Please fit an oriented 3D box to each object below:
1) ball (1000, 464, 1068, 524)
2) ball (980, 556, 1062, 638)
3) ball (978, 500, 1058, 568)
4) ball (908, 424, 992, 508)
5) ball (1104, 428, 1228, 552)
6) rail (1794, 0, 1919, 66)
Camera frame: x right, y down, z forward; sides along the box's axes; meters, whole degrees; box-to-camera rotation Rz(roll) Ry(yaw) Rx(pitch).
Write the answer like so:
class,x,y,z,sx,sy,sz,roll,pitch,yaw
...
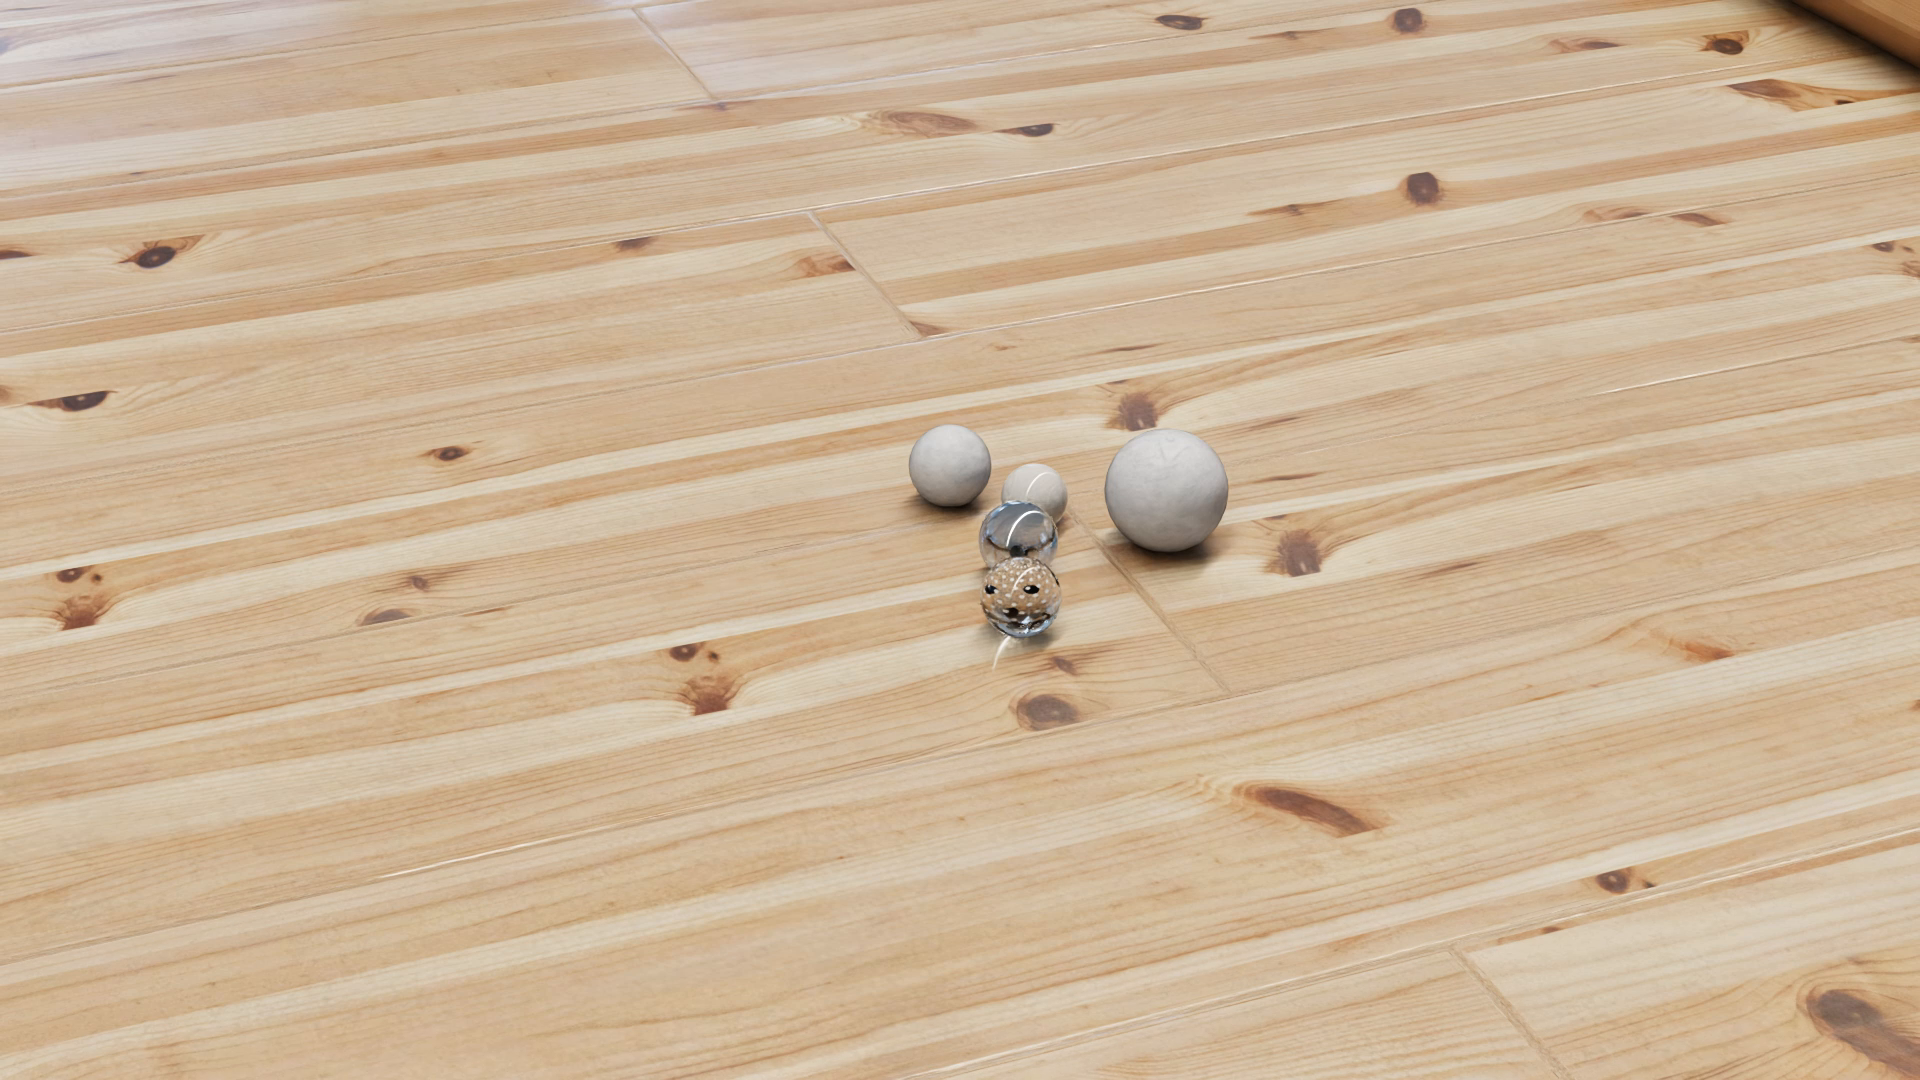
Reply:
class,x,y,z,sx,sy,sz,roll,pitch,yaw
ball,0.047,-0.027,1.837,0.042,0.042,0.042,0,30,0
ball,0.036,0.033,1.725,0.048,0.048,0.048,0,30,0
ball,0.035,0.000,1.783,0.049,0.049,0.049,0,30,0
ball,-0.006,-0.047,1.862,0.053,0.053,0.053,0,30,0
ball,0.127,-0.031,1.809,0.076,0.076,0.076,0,30,0
rail,0.628,-0.684,2.936,0.045,0.099,4.096,-11,31,-18
